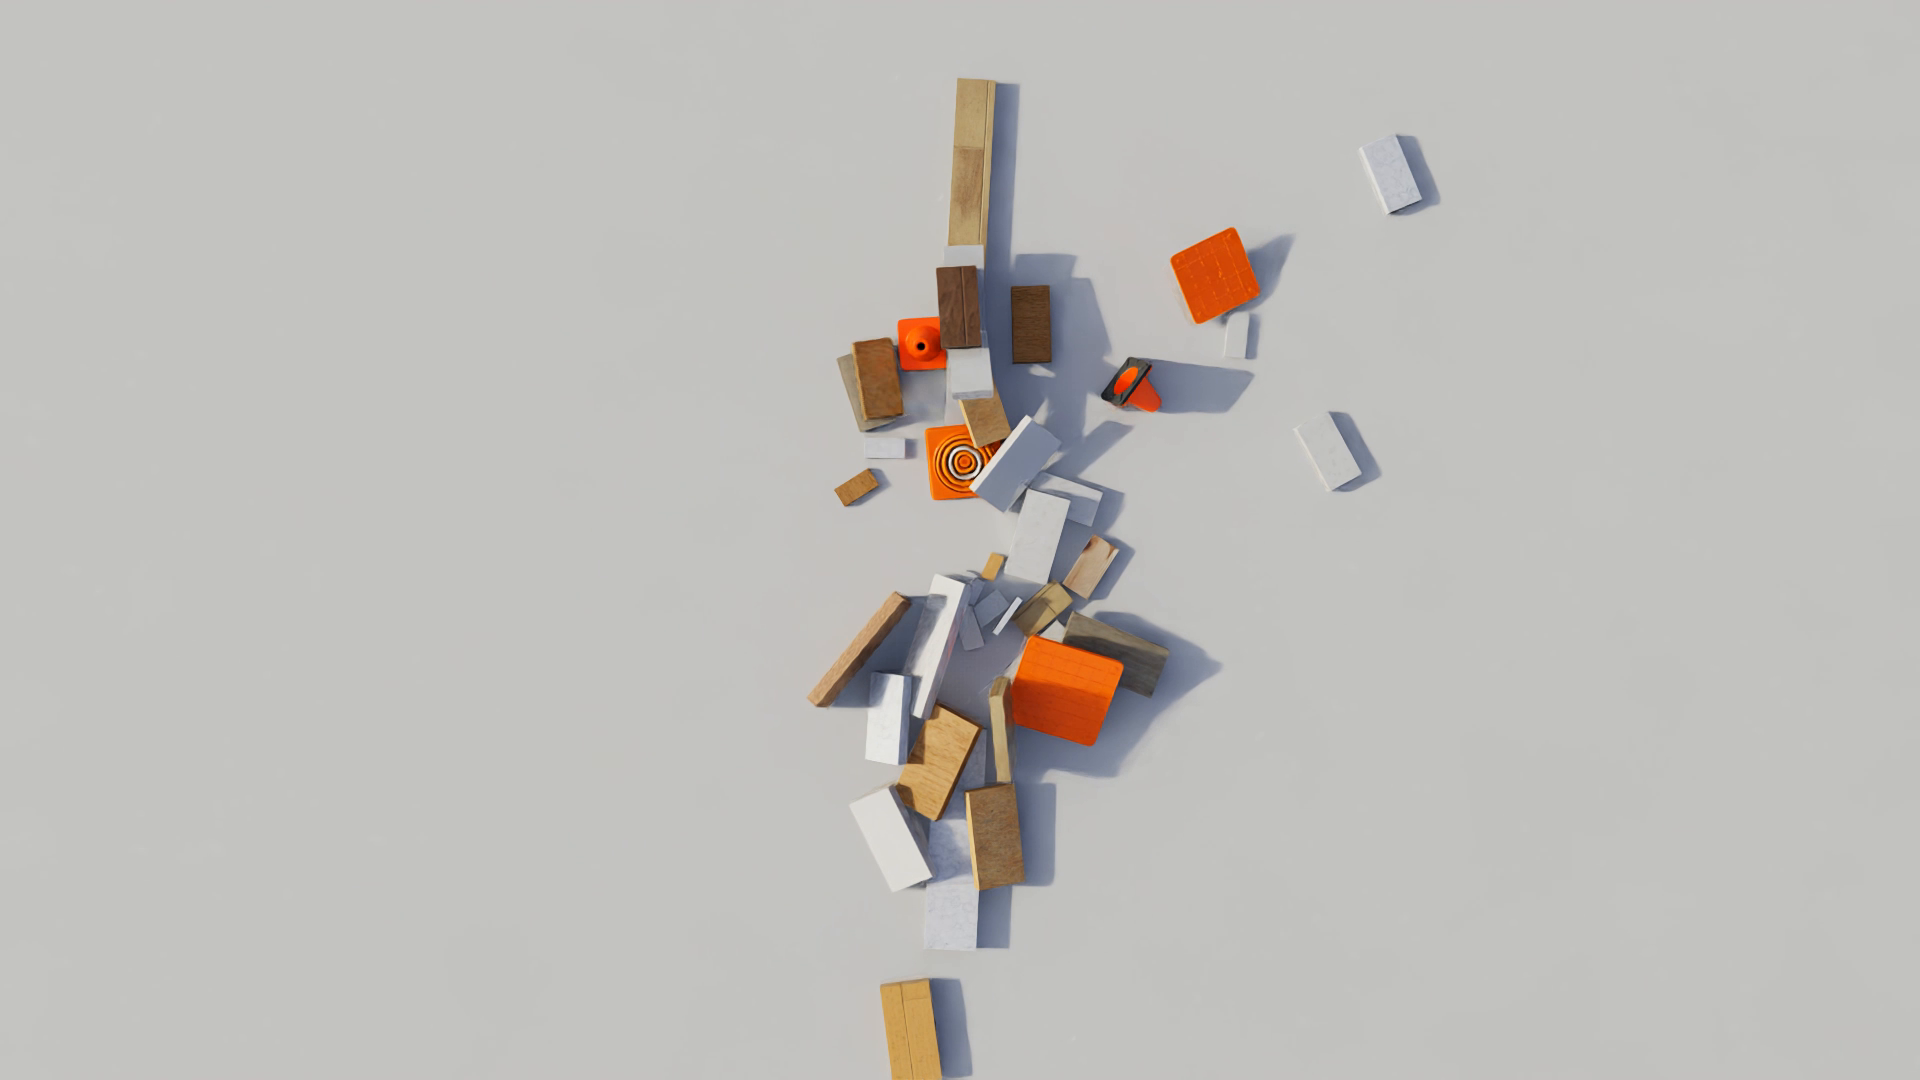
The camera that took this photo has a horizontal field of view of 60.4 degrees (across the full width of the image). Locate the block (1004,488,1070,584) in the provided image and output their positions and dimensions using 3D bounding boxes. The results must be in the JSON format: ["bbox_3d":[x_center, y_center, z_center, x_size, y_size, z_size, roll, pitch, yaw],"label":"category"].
[{"bbox_3d":[0.255,-0.012,5.458,0.146,0.041,0.292,16,98,0],"label":"block"}]

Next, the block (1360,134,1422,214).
[{"bbox_3d":[1.432,-1.217,5.483,0.119,0.034,0.238,-22,90,0],"label":"block"}]

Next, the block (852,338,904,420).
[{"bbox_3d":[-0.270,-0.532,5.442,0.128,0.036,0.256,-9,88,-12],"label":"block"}]

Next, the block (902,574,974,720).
[{"bbox_3d":[-0.092,0.351,5.434,0.146,0.041,0.460,18,90,44],"label":"block"}]

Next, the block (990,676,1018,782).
[{"bbox_3d":[0.143,0.617,5.377,0.043,0.152,0.303,-2,109,12],"label":"block"}]

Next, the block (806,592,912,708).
[{"bbox_3d":[-0.328,0.364,5.421,0.043,0.152,0.448,39,90,13],"label":"block"}]

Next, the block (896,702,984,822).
[{"bbox_3d":[-0.075,0.728,5.420,0.173,0.049,0.346,27,98,19],"label":"block"}]

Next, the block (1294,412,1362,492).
[{"bbox_3d":[1.224,-0.295,5.483,0.119,0.034,0.238,-29,90,0],"label":"block"}]

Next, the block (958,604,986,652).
[{"bbox_3d":[0.029,0.290,5.472,0.072,0.020,0.143,-16,97,17],"label":"block"}]

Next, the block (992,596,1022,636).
[{"bbox_3d":[0.157,0.251,5.464,0.020,0.072,0.143,35,90,0],"label":"block"}]

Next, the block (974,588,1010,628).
[{"bbox_3d":[0.089,0.234,5.490,0.143,0.020,0.072,-38,90,0],"label":"block"}]

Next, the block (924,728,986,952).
[{"bbox_3d":[-0.015,0.989,5.476,0.173,0.049,0.734,3,90,0],"label":"block"}]

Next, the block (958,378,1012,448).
[{"bbox_3d":[0.069,-0.440,5.377,0.126,0.036,0.252,-21,100,-13],"label":"block"}]

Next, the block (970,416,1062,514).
[{"bbox_3d":[0.182,-0.247,5.424,0.152,0.043,0.303,34,97,-35],"label":"block"}]

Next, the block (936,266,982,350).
[{"bbox_3d":[-0.004,-0.753,5.340,0.131,0.037,0.262,-4,84,0],"label":"block"}]

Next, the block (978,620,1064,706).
[{"bbox_3d":[0.225,0.425,5.486,0.360,0.028,0.099,-43,90,0],"label":"block"}]

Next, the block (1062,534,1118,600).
[{"bbox_3d":[0.434,0.089,5.486,0.099,0.028,0.197,33,90,0],"label":"block"}]

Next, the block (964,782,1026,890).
[{"bbox_3d":[0.114,0.977,5.442,0.163,0.046,0.326,-7,93,-20],"label":"block"}]

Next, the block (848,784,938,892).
[{"bbox_3d":[-0.221,0.984,5.445,0.163,0.046,0.326,-27,90,24],"label":"block"}]

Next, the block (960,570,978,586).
[{"bbox_3d":[0.021,0.151,5.494,0.045,0.013,0.090,25,90,0],"label":"block"}]

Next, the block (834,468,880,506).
[{"bbox_3d":[-0.345,-0.175,5.490,0.135,0.019,0.068,-32,90,0],"label":"block"}]

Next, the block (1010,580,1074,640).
[{"bbox_3d":[0.271,0.229,5.486,0.197,0.028,0.099,-41,90,0],"label":"block"}]

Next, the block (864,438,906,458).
[{"bbox_3d":[-0.250,-0.305,5.490,0.135,0.019,0.068,1,90,0],"label":"block"}]

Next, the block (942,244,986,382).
[{"bbox_3d":[0.017,-0.691,5.429,0.131,0.037,0.550,-2,101,-1],"label":"block"}]

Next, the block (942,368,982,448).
[{"bbox_3d":[0.015,-0.435,5.439,0.126,0.036,0.252,3,105,-3],"label":"block"}]

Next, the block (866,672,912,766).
[{"bbox_3d":[-0.235,0.586,5.437,0.146,0.041,0.292,4,90,40],"label":"block"}]

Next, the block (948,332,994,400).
[{"bbox_3d":[0.032,-0.563,5.322,0.131,0.037,0.262,-5,52,-1],"label":"block"}]

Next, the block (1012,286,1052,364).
[{"bbox_3d":[0.237,-0.716,5.482,0.126,0.036,0.252,-2,90,0],"label":"block"}]

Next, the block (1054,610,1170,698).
[{"bbox_3d":[0.501,0.379,5.458,0.346,0.049,0.173,22,92,-5],"label":"block"}]

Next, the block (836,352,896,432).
[{"bbox_3d":[-0.311,-0.500,5.482,0.128,0.036,0.256,-18,90,0],"label":"block"}]

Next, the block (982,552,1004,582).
[{"bbox_3d":[0.107,0.090,5.494,0.045,0.013,0.090,24,90,0],"label":"block"}]

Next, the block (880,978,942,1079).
[{"bbox_3d":[-0.163,1.632,5.477,0.163,0.046,0.326,-8,90,0],"label":"block"}]

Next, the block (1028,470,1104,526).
[{"bbox_3d":[0.343,-0.140,5.483,0.238,0.034,0.119,19,90,0],"label":"block"}]

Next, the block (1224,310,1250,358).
[{"bbox_3d":[0.922,-0.683,5.490,0.068,0.019,0.151,6,90,0],"label":"block"}]

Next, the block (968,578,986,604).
[{"bbox_3d":[0.044,0.173,5.484,0.045,0.013,0.090,27,89,-26],"label":"block"}]

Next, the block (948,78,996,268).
[{"bbox_3d":[0.031,-1.107,5.482,0.128,0.036,0.842,3,90,0],"label":"block"}]
